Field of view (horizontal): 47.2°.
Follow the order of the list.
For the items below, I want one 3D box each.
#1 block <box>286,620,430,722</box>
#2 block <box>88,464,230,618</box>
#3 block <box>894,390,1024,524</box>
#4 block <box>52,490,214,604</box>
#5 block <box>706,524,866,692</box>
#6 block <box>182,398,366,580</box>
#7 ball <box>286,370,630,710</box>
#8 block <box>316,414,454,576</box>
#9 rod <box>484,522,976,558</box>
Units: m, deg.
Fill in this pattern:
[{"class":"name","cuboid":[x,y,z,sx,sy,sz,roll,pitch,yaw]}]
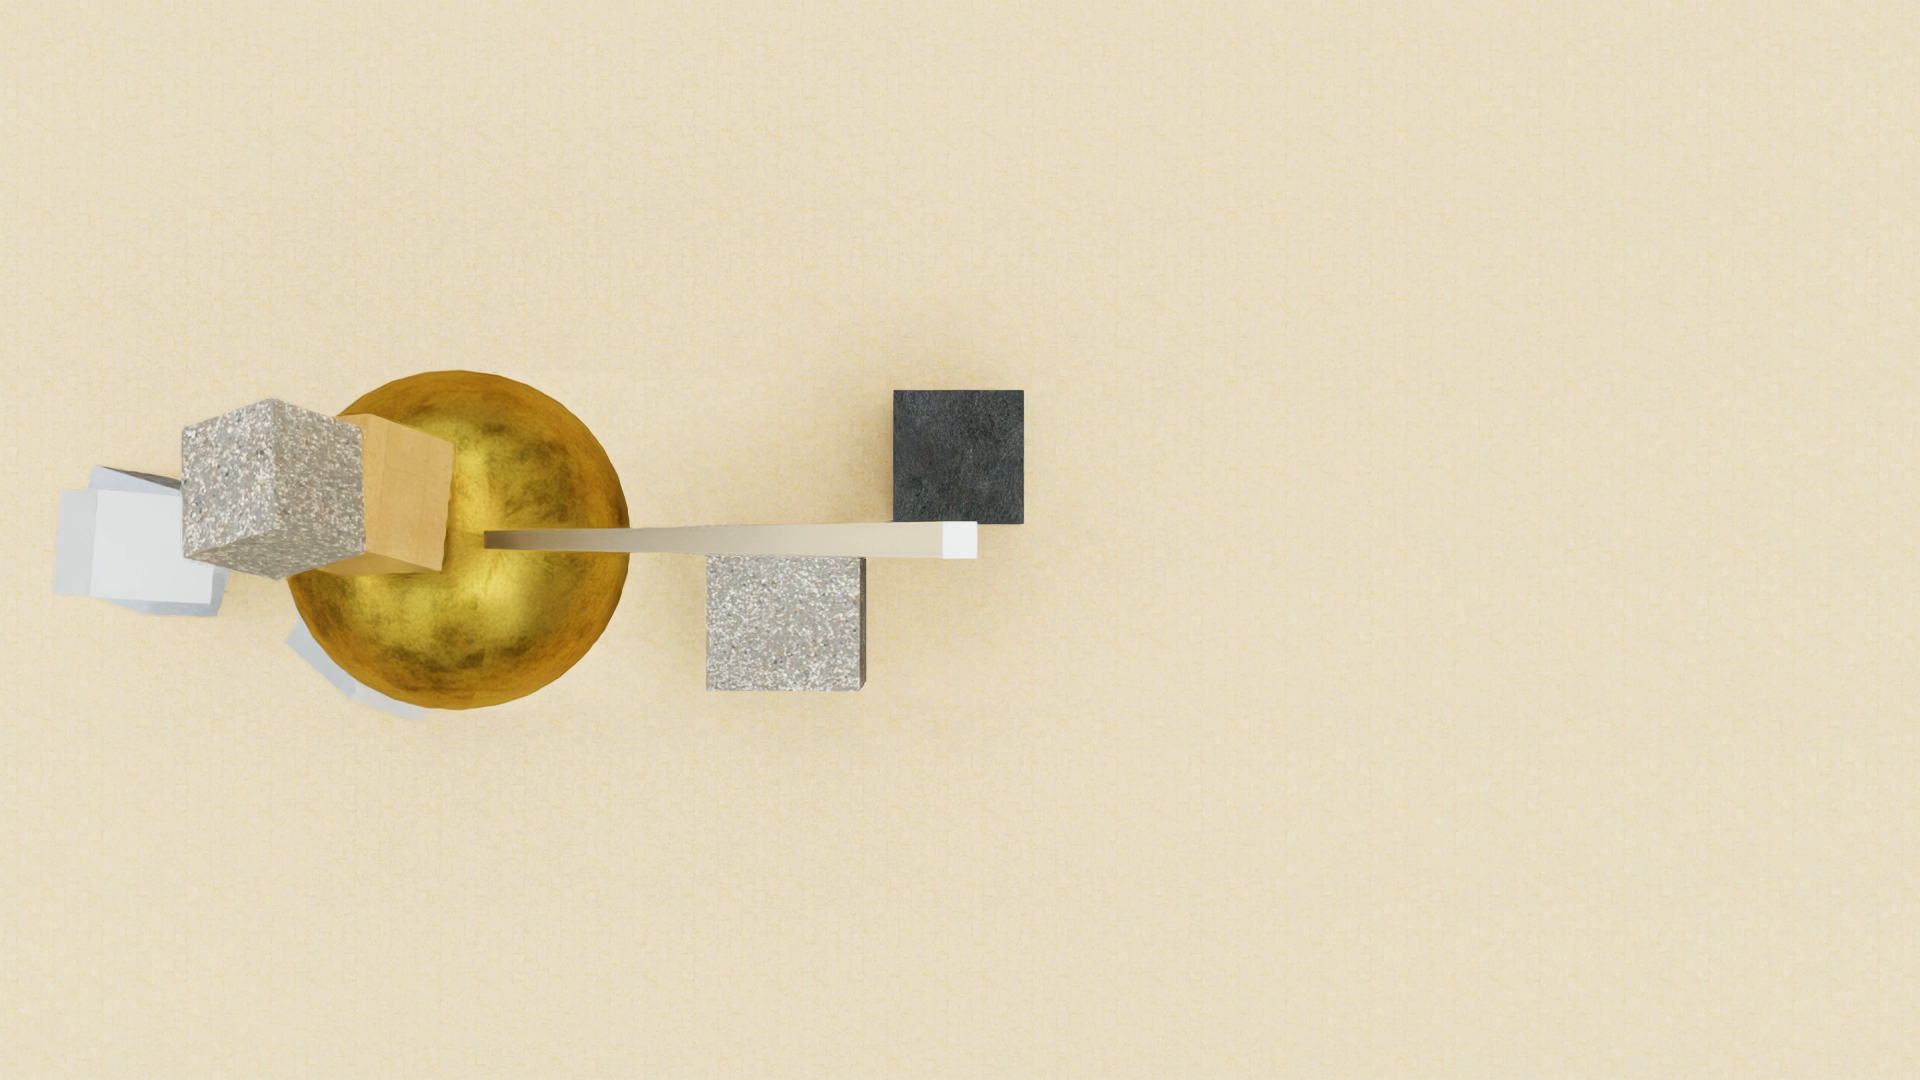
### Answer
[{"class":"block","cuboid":[-3.268,0.535,12.563,0.612,0.654,0.682,34,90,28]},{"class":"block","cuboid":[-4.597,0.017,12.588,0.568,0.711,0.707,16,90,14]},{"class":"block","cuboid":[-0.007,-0.463,12.598,0.726,0.805,0.742,0,90,0]},{"class":"block","cuboid":[-4.285,0.035,11.420,0.608,0.626,0.538,6,87,-38]},{"class":"block","cuboid":[-0.974,0.373,12.543,0.844,0.915,0.915,0,90,0]},{"class":"block","cuboid":[-2.733,-0.195,8.757,0.487,0.488,0.535,-15,72,25]},{"class":"ball","cuboid":[-2.352,0.000,10.323,1.600,1.600,1.600,0,90,0]},{"class":"block","cuboid":[-2.543,-0.179,9.241,0.564,0.523,0.555,-3,78,28]},{"class":"rod","cuboid":[-1.019,0.000,7.195,0.080,5.200,0.080,0,90,-23]}]
